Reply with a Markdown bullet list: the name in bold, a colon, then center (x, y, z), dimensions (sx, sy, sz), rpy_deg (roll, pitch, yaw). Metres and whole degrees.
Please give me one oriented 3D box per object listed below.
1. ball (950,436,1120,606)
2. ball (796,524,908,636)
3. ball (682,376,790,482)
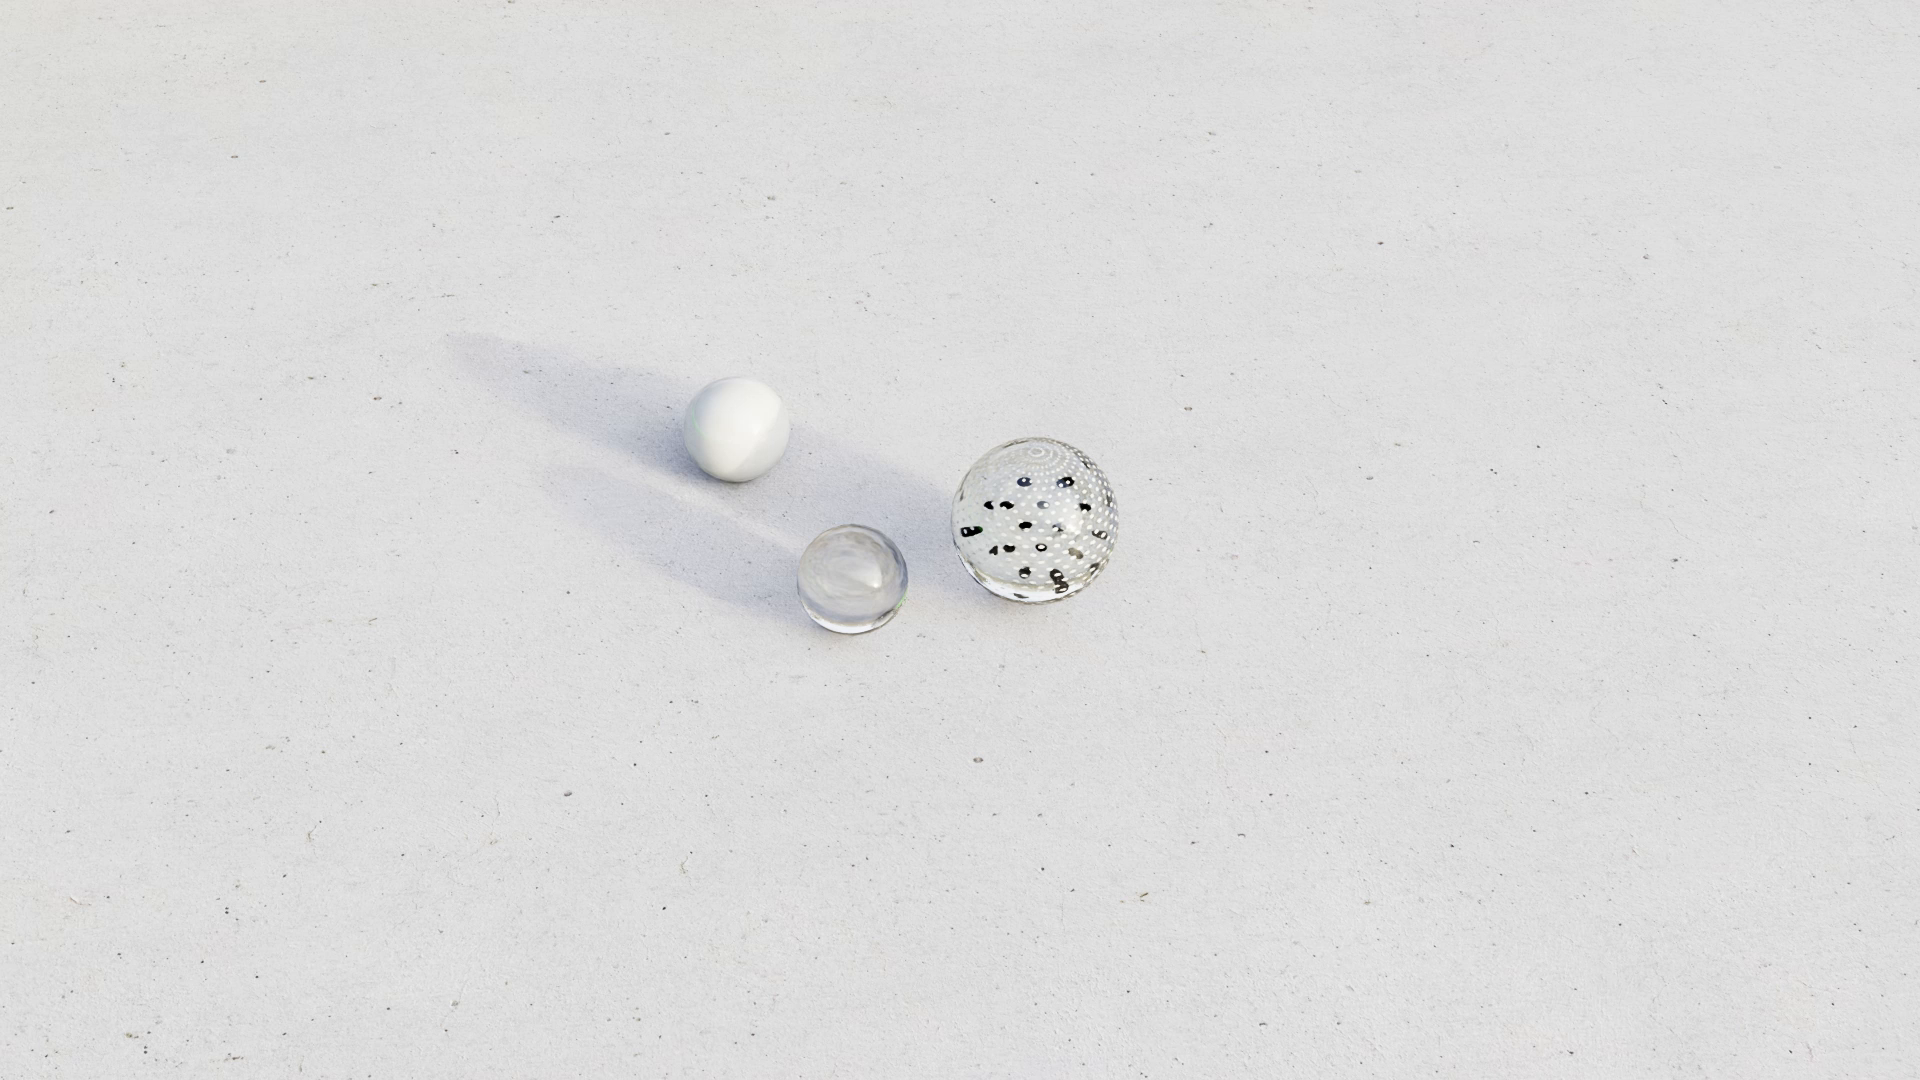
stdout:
- **ball**: center (0.044, -0.011, 1.507), dimensions (0.099, 0.099, 0.099), rpy_deg (0, 36, 0)
- **ball**: center (-0.062, 0.023, 1.489), dimensions (0.065, 0.065, 0.065), rpy_deg (0, 36, 0)
- **ball**: center (-0.141, -0.070, 1.614), dimensions (0.067, 0.067, 0.067), rpy_deg (0, 36, 0)
